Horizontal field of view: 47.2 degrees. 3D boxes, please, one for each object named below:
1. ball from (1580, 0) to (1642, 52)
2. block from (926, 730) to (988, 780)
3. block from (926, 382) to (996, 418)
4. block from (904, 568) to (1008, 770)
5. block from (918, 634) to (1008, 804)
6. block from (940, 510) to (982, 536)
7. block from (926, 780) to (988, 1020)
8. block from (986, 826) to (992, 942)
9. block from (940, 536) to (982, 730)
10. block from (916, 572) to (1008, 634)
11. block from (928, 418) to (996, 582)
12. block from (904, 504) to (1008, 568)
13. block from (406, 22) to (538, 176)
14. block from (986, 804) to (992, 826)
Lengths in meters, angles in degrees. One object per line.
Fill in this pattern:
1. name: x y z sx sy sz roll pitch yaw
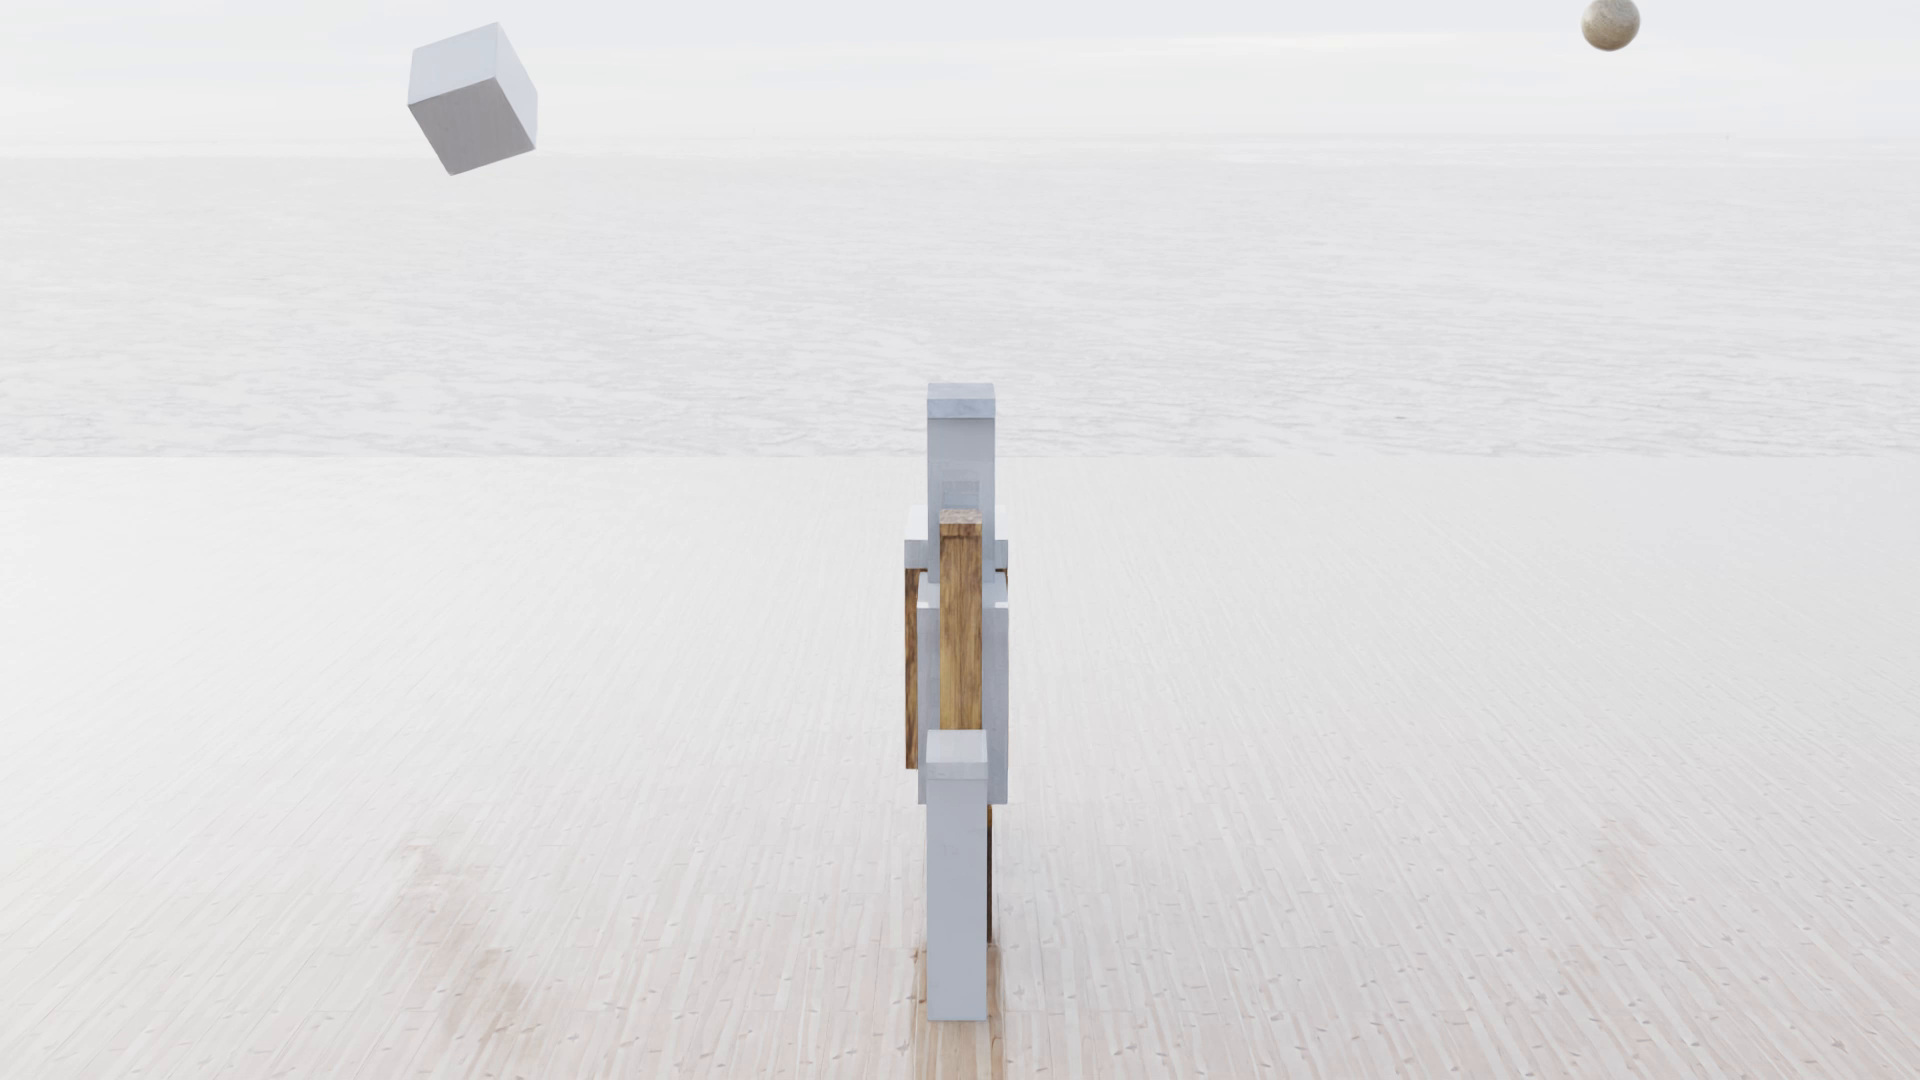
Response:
1. ball: 1.938 -1.542 6.550 0.173 0.173 0.173 0 11 0
2. block: -0.005 0.306 3.144 0.085 0.024 0.170 0 11 0
3. block: 0.002 -0.226 3.548 0.108 0.030 0.215 0 11 0
4. block: -0.007 0.209 3.691 0.171 0.350 0.048 0 10 0
5. block: 0.004 0.270 3.404 0.139 0.278 0.039 0 10 0
6. block: 0.001 -0.027 3.291 0.063 0.018 0.125 0 10 0
7. block: -0.005 0.506 3.124 0.085 0.363 0.024 0 11 0
8. block: 0.001 0.532 3.442 0.098 0.196 0.028 0 11 0
9. block: 0.001 0.155 3.282 0.063 0.337 0.018 0 10 0
10. block: 0.004 0.097 3.467 0.139 0.039 0.278 0 10 0
11. block: 0.002 -0.066 3.503 0.108 0.268 0.030 0 10 0
12. block: -0.005 -0.008 3.769 0.171 0.048 0.341 0 10 0
13. block: -1.314 -1.192 5.948 0.253 0.253 0.253 -16 47 8
14. block: 0.001 0.410 3.486 0.098 0.028 0.196 0 11 0
